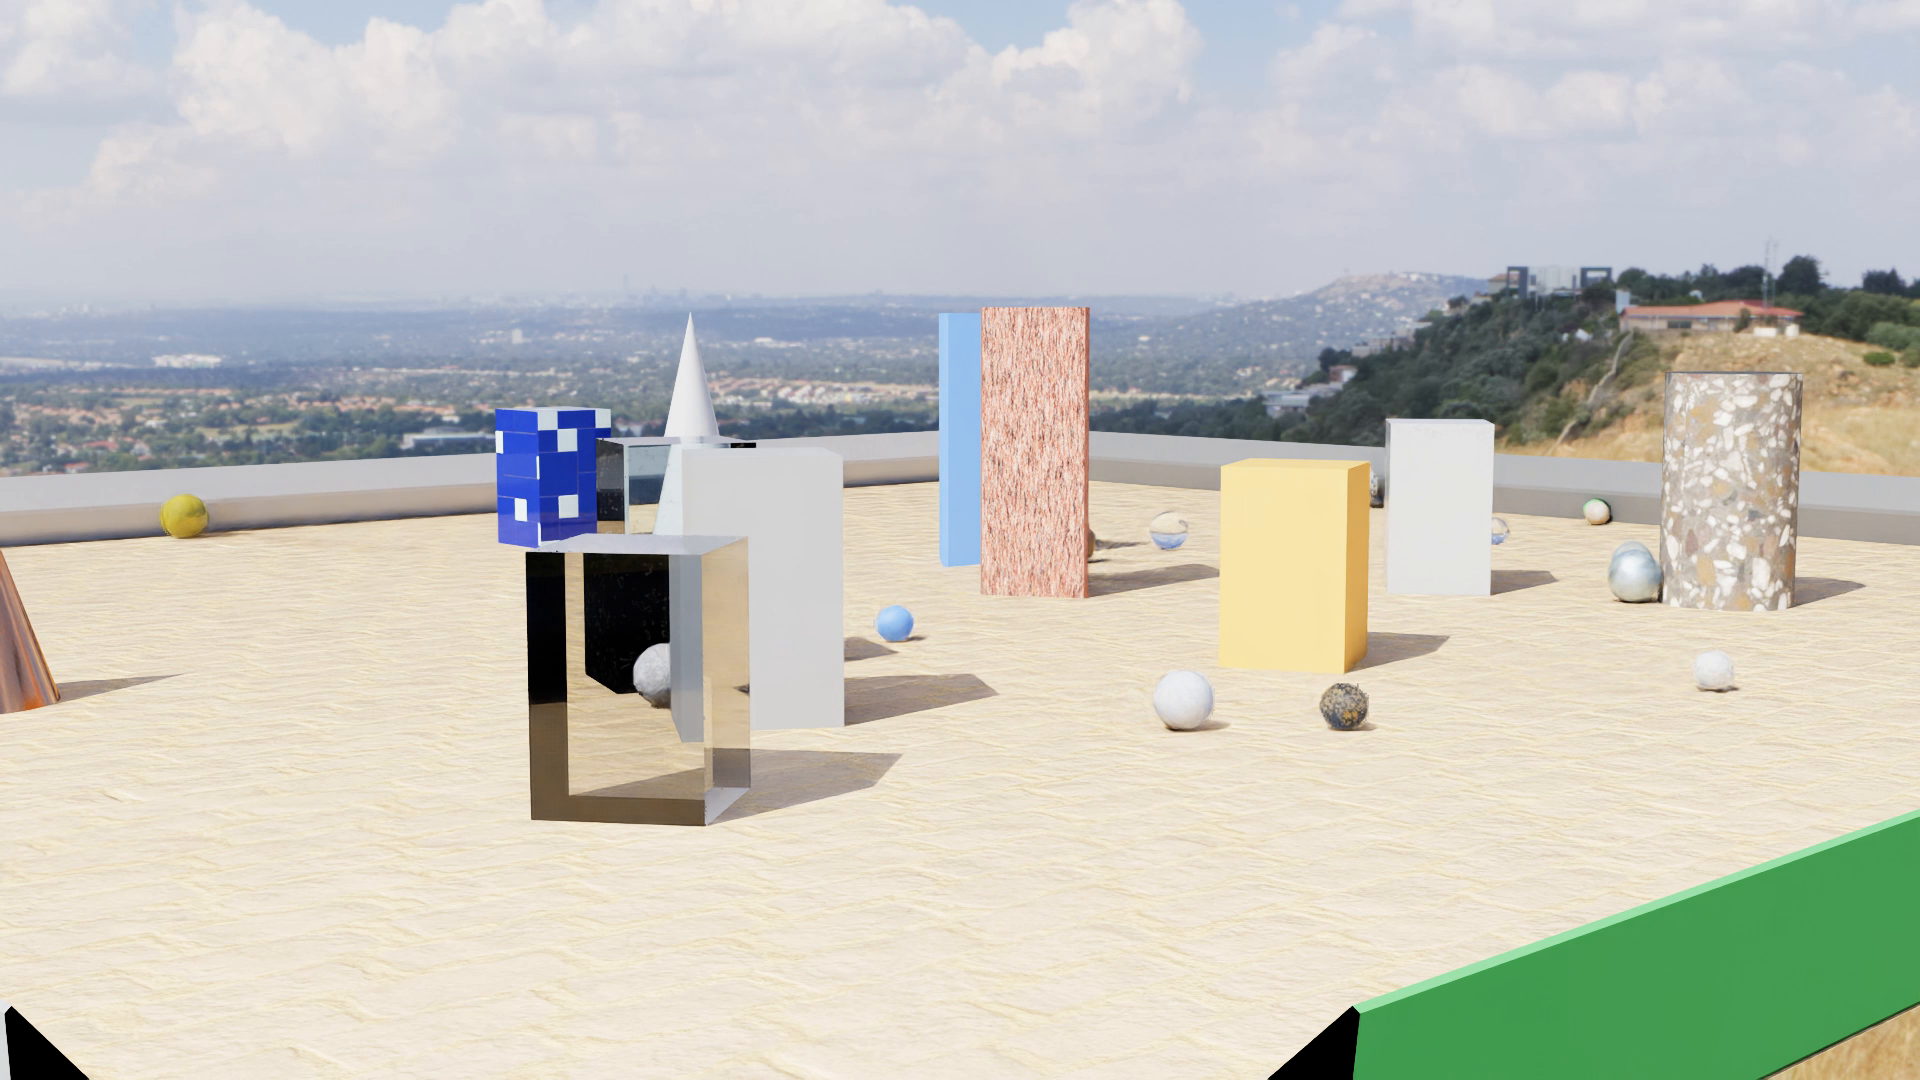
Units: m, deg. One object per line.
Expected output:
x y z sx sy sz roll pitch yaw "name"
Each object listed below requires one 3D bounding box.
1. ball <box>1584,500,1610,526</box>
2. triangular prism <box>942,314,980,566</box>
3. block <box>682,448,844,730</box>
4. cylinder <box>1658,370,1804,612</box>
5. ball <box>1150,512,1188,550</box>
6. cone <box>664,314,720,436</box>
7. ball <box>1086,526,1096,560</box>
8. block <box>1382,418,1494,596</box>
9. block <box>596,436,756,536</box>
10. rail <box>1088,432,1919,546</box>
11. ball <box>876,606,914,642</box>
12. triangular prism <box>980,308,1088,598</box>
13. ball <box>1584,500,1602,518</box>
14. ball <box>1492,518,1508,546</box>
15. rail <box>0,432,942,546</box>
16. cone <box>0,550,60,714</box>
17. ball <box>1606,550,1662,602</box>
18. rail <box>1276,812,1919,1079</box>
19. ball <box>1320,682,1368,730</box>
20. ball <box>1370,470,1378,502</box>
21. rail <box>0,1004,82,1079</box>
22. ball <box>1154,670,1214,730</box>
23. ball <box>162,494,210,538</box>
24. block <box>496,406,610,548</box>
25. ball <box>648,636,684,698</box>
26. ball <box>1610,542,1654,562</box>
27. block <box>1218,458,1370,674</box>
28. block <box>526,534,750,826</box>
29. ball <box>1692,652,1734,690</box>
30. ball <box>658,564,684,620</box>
1.323 -0.056 4.567 0.050 0.050 0.050 0 6 0 "ball"
0.006 -0.183 3.914 0.171 0.439 0.148 -4 7 -33 "triangular prism"
-0.217 0.050 2.403 0.158 0.291 0.158 -1 6 -11 "block"
1.169 -0.078 3.340 0.197 0.350 0.197 0 6 0 "cylinder"
0.390 -0.018 4.105 0.071 0.071 0.071 0 6 0 "ball"
-0.462 -0.172 3.790 0.197 0.443 0.197 0 6 0 "cone"
0.207 0.004 3.898 0.070 0.070 0.070 0 6 0 "ball"
0.762 -0.055 3.513 0.158 0.268 0.158 1 6 8 "block"
-0.348 0.021 2.700 0.158 0.286 0.158 -3 6 -23 "block"
1.383 -0.099 4.601 0.045 0.128 3.684 -5 8 -42 "rail"
-0.088 0.113 2.958 0.050 0.050 0.050 0 6 0 "ball"
0.135 -0.143 3.482 0.171 0.449 0.148 2 6 16 "triangular prism"
1.334 -0.060 4.618 0.049 0.049 0.049 0 6 0 "ball"
1.016 -0.017 4.181 0.053 0.053 0.053 0 6 0 "ball"
-1.233 -0.106 4.661 3.810 0.128 0.045 -5 8 -42 "rail"
-1.128 0.034 2.484 0.197 0.306 0.197 0 6 0 "cone"
1.028 0.055 3.356 0.081 0.081 0.081 0 6 0 "ball"
1.233 0.172 2.003 3.810 0.128 0.045 -5 8 -42 "rail"
0.408 0.177 2.339 0.051 0.051 0.051 0 6 0 "ball"
0.898 -0.124 4.990 0.098 0.098 0.098 0 6 0 "ball"
-1.383 0.166 2.063 0.045 0.128 3.684 -5 8 -42 "rail"
0.238 0.170 2.340 0.064 0.064 0.064 0 6 0 "ball"
-1.517 -0.048 4.310 0.088 0.088 0.088 0 6 0 "ball"
-0.776 -0.122 4.205 0.158 0.257 0.158 -5 8 -41 "block"
-0.324 0.146 2.531 0.071 0.071 0.071 0 6 0 "ball"
1.101 0.037 3.601 0.067 0.067 0.067 0 6 0 "ball"
0.426 0.029 2.789 0.158 0.252 0.158 2 6 20 "block"
-0.286 0.121 1.979 0.158 0.237 0.158 1 6 9 "block"
0.883 0.154 2.580 0.046 0.046 0.046 0 6 0 "ball"
-0.392 0.075 3.164 0.082 0.082 0.082 0 6 0 "ball"
